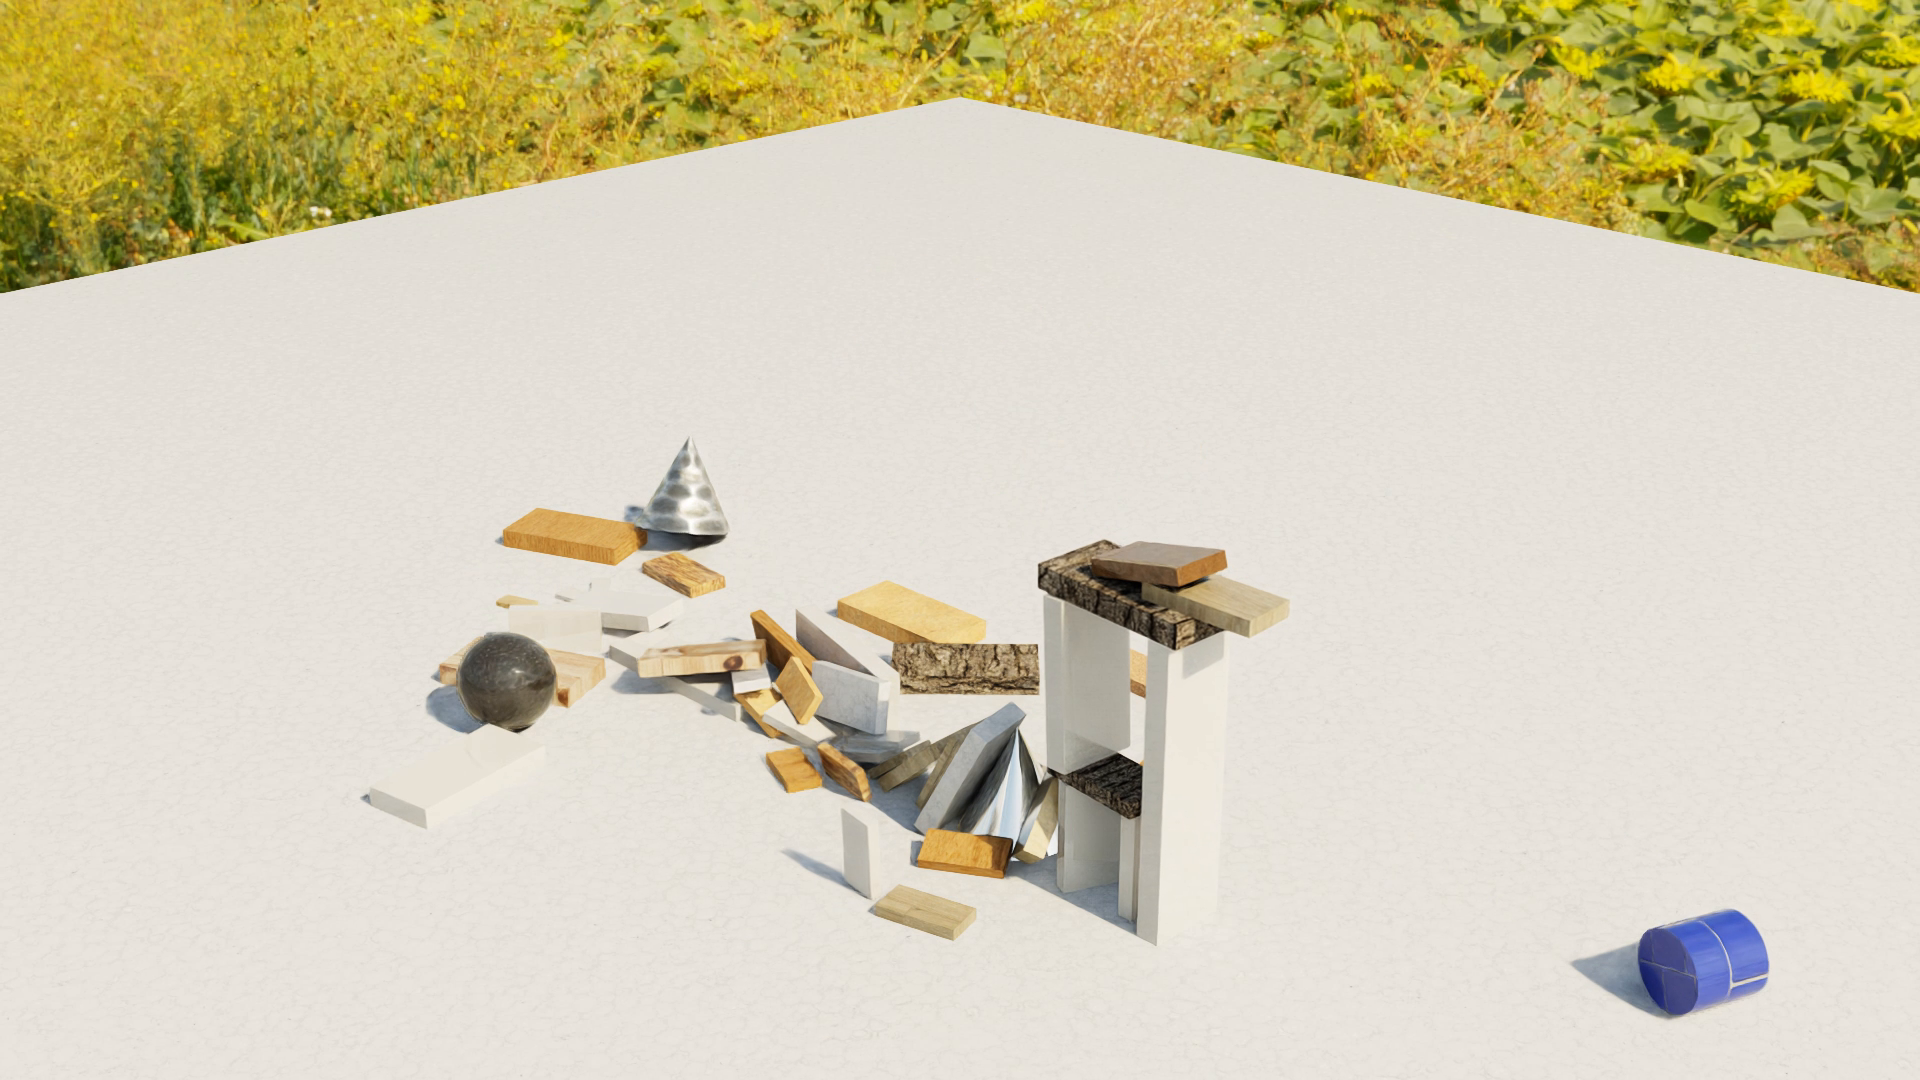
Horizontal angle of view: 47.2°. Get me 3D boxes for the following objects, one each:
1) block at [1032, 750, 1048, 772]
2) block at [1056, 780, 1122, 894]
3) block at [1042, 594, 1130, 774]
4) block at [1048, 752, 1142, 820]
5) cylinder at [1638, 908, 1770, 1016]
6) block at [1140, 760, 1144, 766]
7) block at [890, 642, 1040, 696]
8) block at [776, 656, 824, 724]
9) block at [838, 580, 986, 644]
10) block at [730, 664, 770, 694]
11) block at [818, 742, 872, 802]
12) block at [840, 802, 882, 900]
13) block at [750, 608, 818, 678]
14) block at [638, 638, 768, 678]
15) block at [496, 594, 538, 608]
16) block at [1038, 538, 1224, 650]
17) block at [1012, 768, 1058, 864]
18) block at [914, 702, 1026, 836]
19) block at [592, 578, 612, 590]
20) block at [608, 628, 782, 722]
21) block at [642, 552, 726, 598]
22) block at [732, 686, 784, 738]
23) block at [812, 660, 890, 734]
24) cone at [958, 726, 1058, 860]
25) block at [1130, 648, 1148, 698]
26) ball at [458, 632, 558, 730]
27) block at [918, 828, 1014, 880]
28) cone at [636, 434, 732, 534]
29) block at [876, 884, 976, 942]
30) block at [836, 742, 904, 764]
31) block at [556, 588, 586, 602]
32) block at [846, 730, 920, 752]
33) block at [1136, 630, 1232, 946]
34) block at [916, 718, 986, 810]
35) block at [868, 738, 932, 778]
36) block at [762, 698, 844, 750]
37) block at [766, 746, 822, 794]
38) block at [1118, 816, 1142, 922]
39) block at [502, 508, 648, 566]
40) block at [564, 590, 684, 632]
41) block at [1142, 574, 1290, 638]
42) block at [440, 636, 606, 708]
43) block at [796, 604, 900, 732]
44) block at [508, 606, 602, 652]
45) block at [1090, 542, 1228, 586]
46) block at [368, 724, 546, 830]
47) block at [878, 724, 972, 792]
[{"bbox_3d":[0.169,0.472,4.523,0.289,0.041,0.144,16,3,32],"label":"block"},{"bbox_3d":[0.245,0.551,4.166,0.116,0.232,0.033,-8,24,-19],"label":"block"},{"bbox_3d":[0.236,0.245,4.064,0.171,0.343,0.049,-18,26,-37],"label":"block"},{"bbox_3d":[0.281,0.442,4.078,0.116,0.033,0.232,-16,27,-34],"label":"block"},{"bbox_3d":[1.295,0.734,3.833,0.154,0.154,0.154,-10,25,-21],"label":"cylinder"},{"bbox_3d":[0.435,0.496,4.564,0.146,0.021,0.073,9,25,21],"label":"block"},{"bbox_3d":[0.012,0.293,5.009,0.335,0.047,0.167,0,23,1],"label":"block"},{"bbox_3d":[-0.349,0.325,4.763,0.021,0.074,0.148,18,22,-37],"label":"block"},{"bbox_3d":[-0.117,0.189,5.255,0.335,0.047,0.167,21,31,40],"label":"block"},{"bbox_3d":[-0.460,0.303,4.830,0.079,0.022,0.158,-9,10,-7],"label":"block"},{"bbox_3d":[-0.238,0.478,4.536,0.021,0.074,0.148,-31,35,-24],"label":"block"},{"bbox_3d":[-0.186,0.588,4.151,0.024,0.169,0.085,-21,33,-34],"label":"block"},{"bbox_3d":[-0.379,0.273,4.978,0.030,0.105,0.366,-23,30,-21],"label":"block"},{"bbox_3d":[-0.574,0.264,4.926,0.269,0.038,0.135,-4,10,2],"label":"block"},{"bbox_3d":[-1.084,0.155,5.378,0.093,0.013,0.046,11,25,24],"label":"block"},{"bbox_3d":[0.319,0.094,3.918,0.171,0.049,0.343,-19,30,-38],"label":"block"},{"bbox_3d":[0.183,0.479,4.240,0.041,0.289,0.144,24,-15,-2],"label":"block"},{"bbox_3d":[0.019,0.454,4.340,0.041,0.289,0.144,41,38,16],"label":"block"},{"bbox_3d":[-0.892,0.118,5.465,0.046,0.013,0.093,-2,23,-6],"label":"block"},{"bbox_3d":[-0.605,0.302,5.000,0.450,0.038,0.135,21,31,40],"label":"block"},{"bbox_3d":[-0.693,0.087,5.517,0.105,0.030,0.210,-19,30,-38],"label":"block"},{"bbox_3d":[-0.421,0.366,4.808,0.079,0.022,0.158,-15,44,-36],"label":"block"},{"bbox_3d":[-0.237,0.335,4.691,0.031,0.111,0.222,-2,11,-43],"label":"block"},{"bbox_3d":[0.112,0.471,4.350,0.235,0.235,0.235,0,23,0],"label":"cone"},{"bbox_3d":[0.418,0.309,4.992,0.115,0.033,0.230,-20,30,-39],"label":"block"},{"bbox_3d":[-0.981,0.307,4.767,0.212,0.212,0.212,0,23,0],"label":"ball"},{"bbox_3d":[0.011,0.609,4.268,0.169,0.024,0.085,6,39,13],"label":"block"},{"bbox_3d":[-0.710,-0.154,5.719,0.250,0.250,0.250,5,5,0],"label":"cone"},{"bbox_3d":[-0.064,0.693,4.096,0.169,0.024,0.085,13,26,27],"label":"block"},{"bbox_3d":[-0.196,0.445,4.632,0.143,0.020,0.072,-1,14,41],"label":"block"},{"bbox_3d":[-0.946,0.140,5.413,0.093,0.013,0.046,14,27,30],"label":"block"},{"bbox_3d":[-0.161,0.420,4.625,0.143,0.020,0.072,-1,13,39],"label":"block"},{"bbox_3d":[0.403,0.432,3.965,0.049,0.608,0.171,21,31,41],"label":"block"},{"bbox_3d":[-0.005,0.454,4.421,0.111,0.222,0.031,-22,60,-42],"label":"block"},{"bbox_3d":[-0.124,0.454,4.555,0.072,0.020,0.143,-22,-7,-41],"label":"block"},{"bbox_3d":[-0.338,0.400,4.740,0.158,0.022,0.079,26,32,20],"label":"block"},{"bbox_3d":[-0.348,0.481,4.601,0.074,0.021,0.148,-9,25,-21],"label":"block"},{"bbox_3d":[0.348,0.582,4.091,0.033,0.232,0.116,21,31,41],"label":"block"},{"bbox_3d":[-1.001,-0.010,5.724,0.332,0.047,0.166,9,25,21],"label":"block"},{"bbox_3d":[-0.811,0.168,5.265,0.269,0.038,0.135,4,20,30],"label":"block"},{"bbox_3d":[0.440,0.102,3.797,0.230,0.033,0.115,20,30,38],"label":"block"},{"bbox_3d":[-0.993,0.298,4.998,0.332,0.047,0.166,9,24,20],"label":"block"},{"bbox_3d":[-0.250,0.296,4.849,0.047,0.167,0.411,-13,26,-27],"label":"block"},{"bbox_3d":[-0.945,0.206,5.140,0.210,0.105,0.030,0,23,0],"label":"block"},{"bbox_3d":[0.347,0.041,3.858,0.115,0.033,0.230,-19,14,-33],"label":"block"},{"bbox_3d":[-1.037,0.487,4.553,0.166,0.047,0.332,15,27,32],"label":"block"},{"bbox_3d":[-0.065,0.446,4.490,0.111,0.031,0.222,-22,-10,-42],"label":"block"}]
